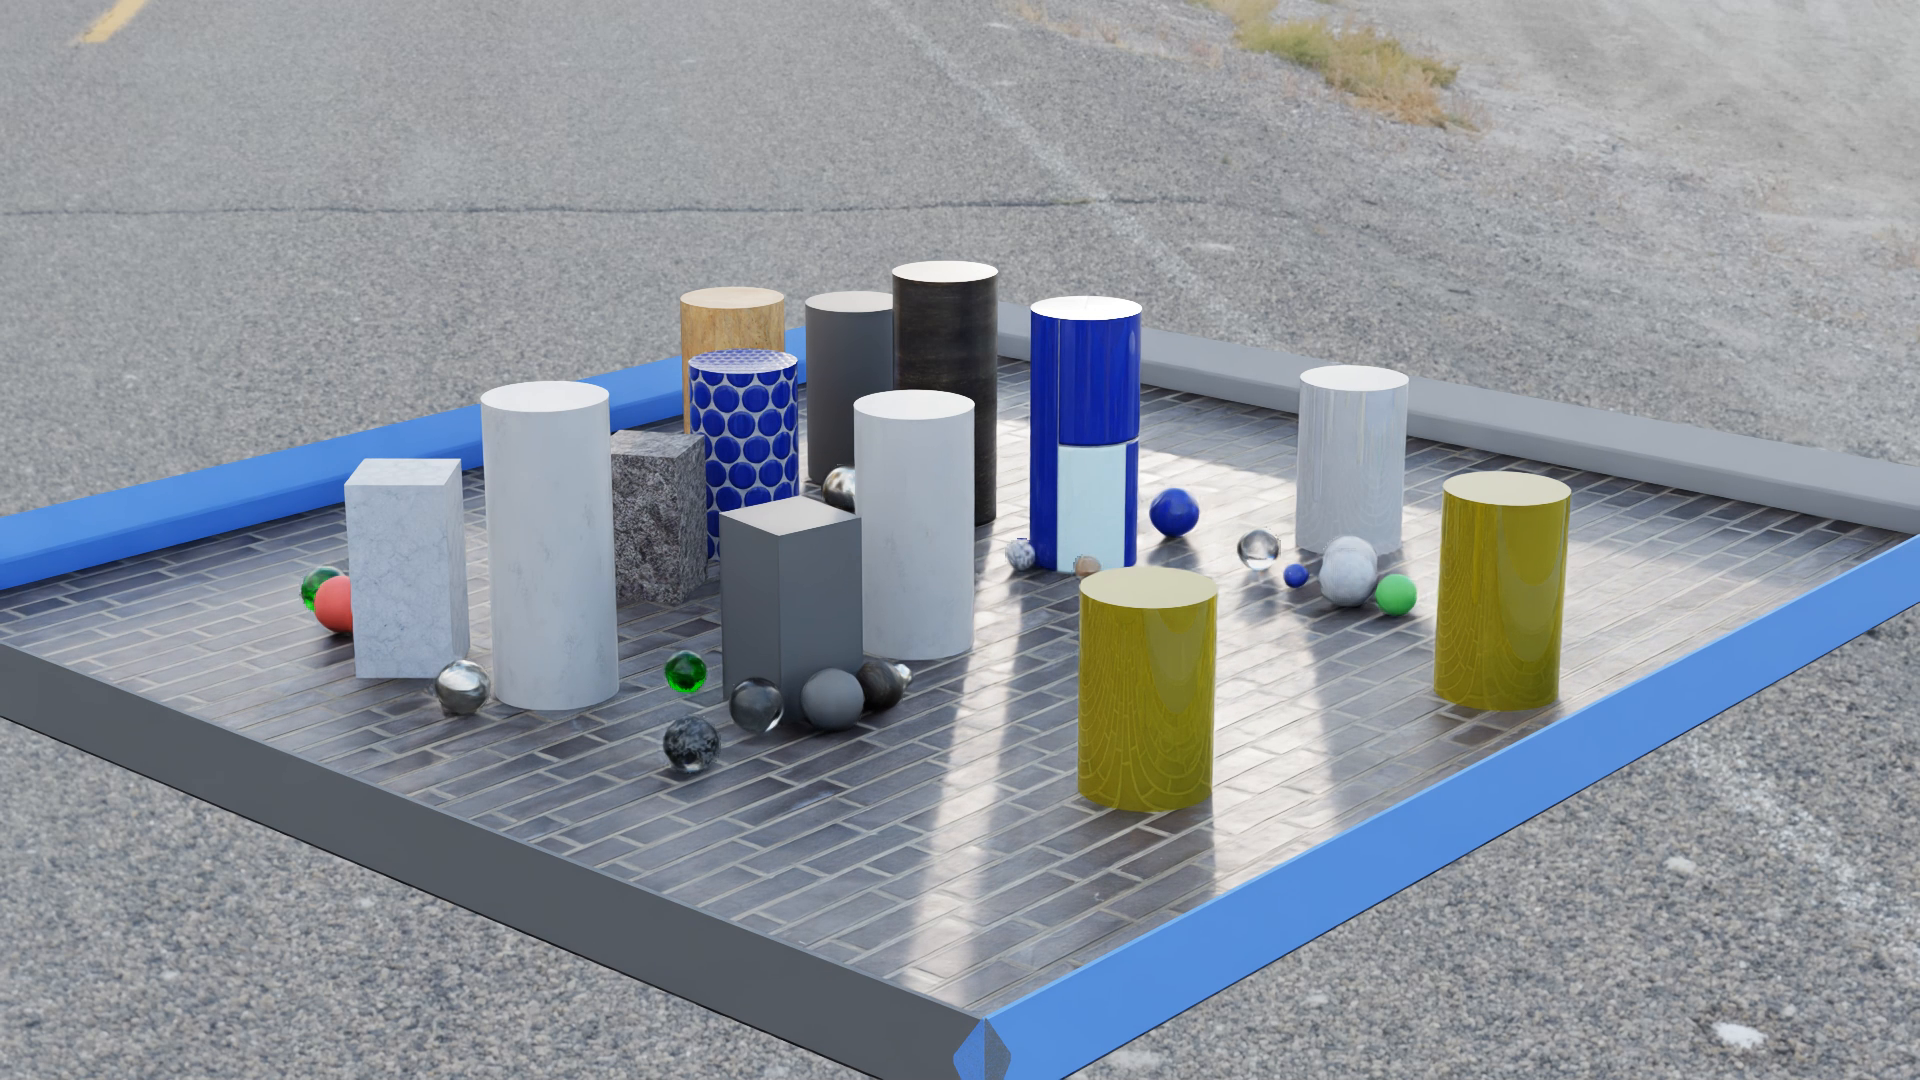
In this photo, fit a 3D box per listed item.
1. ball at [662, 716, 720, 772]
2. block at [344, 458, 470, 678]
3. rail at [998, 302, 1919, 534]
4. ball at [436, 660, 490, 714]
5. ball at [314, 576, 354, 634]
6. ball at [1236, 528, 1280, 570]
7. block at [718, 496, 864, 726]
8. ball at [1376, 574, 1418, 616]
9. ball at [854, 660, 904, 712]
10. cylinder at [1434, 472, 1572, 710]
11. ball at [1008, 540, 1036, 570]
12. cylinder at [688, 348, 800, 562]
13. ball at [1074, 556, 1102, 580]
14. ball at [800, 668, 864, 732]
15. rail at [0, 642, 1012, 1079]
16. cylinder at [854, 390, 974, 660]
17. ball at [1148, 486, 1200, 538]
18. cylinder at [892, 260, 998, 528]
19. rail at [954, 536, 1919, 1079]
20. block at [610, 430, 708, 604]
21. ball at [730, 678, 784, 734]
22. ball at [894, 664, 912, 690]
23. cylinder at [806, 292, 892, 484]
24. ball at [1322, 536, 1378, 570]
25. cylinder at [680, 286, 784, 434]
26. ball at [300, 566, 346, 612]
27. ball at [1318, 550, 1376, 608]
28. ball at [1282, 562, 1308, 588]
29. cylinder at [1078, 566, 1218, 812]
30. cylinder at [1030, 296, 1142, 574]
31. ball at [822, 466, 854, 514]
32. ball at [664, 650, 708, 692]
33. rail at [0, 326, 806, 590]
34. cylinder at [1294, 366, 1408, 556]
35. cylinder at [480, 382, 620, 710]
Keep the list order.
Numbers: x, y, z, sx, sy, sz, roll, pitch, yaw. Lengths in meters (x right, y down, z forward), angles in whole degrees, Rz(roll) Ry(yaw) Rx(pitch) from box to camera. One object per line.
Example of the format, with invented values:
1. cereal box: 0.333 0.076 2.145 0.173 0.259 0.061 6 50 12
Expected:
1. ball: -0.396 0.301 4.312 0.082 0.082 0.082 0 17 0
2. block: -0.892 0.045 4.744 0.158 0.323 0.158 0 17 0
3. rail: 0.933 -0.278 6.148 2.583 0.128 0.045 14 22 39
4. ball: -0.773 0.228 4.552 0.082 0.082 0.082 0 17 0
5. ball: -1.036 0.108 4.926 0.097 0.097 0.097 0 17 0
6. ball: 0.535 0.016 5.266 0.075 0.075 0.075 0 17 0
7. block: -0.262 0.107 4.568 0.158 0.305 0.158 -13 21 -37
8. ball: 0.747 0.094 5.017 0.071 0.071 0.071 0 17 0
9. ball: -0.127 0.227 4.559 0.081 0.081 0.081 0 17 0
10. cylinder: 0.852 0.079 4.614 0.197 0.333 0.197 0 17 0
11. ball: 0.111 0.027 5.272 0.052 0.052 0.052 0 17 0
12. cylinder: -0.393 -0.155 5.355 0.197 0.353 0.197 0 17 0
13. ball: 0.227 0.052 5.198 0.046 0.046 0.046 0 17 0
14. ball: -0.195 0.244 4.475 0.097 0.097 0.097 0 17 0
15. rail: -0.933 0.342 4.092 2.583 0.128 0.045 14 22 39
16. cylinder: -0.075 -0.026 4.834 0.197 0.407 0.197 0 17 0
17. ball: 0.400 -0.053 5.463 0.095 0.095 0.095 0 17 0
18. cylinder: -0.028 -0.274 5.540 0.197 0.474 0.197 0 17 0
19. rail: 0.957 0.272 4.324 0.045 0.128 2.892 14 22 39
20. block: -0.544 -0.042 5.139 0.158 0.262 0.158 4 17 13
21. ball: -0.309 0.252 4.469 0.085 0.085 0.085 0 17 0
22. ball: -0.098 0.218 4.654 0.044 0.044 0.044 0 17 0
23. cylinder: -0.207 -0.302 5.844 0.197 0.353 0.197 0 17 0
24. ball: 0.686 0.040 5.152 0.096 0.096 0.096 0 17 0
25. cylinder: -0.432 -0.265 5.625 0.197 0.408 0.197 0 17 0
26. ball: -1.085 0.086 5.018 0.084 0.084 0.084 0 17 0
27. ball: 0.668 0.067 5.055 0.098 0.098 0.098 0 17 0
28. ball: 0.592 0.062 5.168 0.045 0.045 0.045 0 17 0
29. cylinder: 0.269 0.212 4.220 0.197 0.304 0.197 0 17 0
30. cylinder: 0.224 -0.189 5.270 0.197 0.466 0.197 0 17 0
31. ball: -0.214 -0.094 5.595 0.097 0.097 0.097 0 17 0
32. ball: -0.434 0.208 4.645 0.067 0.067 0.067 0 17 0
33. rail: -0.957 -0.208 5.916 0.045 0.128 2.892 14 22 39
34. cylinder: 0.720 -0.146 5.397 0.197 0.312 0.197 0 17 0
35. cylinder: -0.641 0.008 4.594 0.197 0.480 0.197 0 17 0
